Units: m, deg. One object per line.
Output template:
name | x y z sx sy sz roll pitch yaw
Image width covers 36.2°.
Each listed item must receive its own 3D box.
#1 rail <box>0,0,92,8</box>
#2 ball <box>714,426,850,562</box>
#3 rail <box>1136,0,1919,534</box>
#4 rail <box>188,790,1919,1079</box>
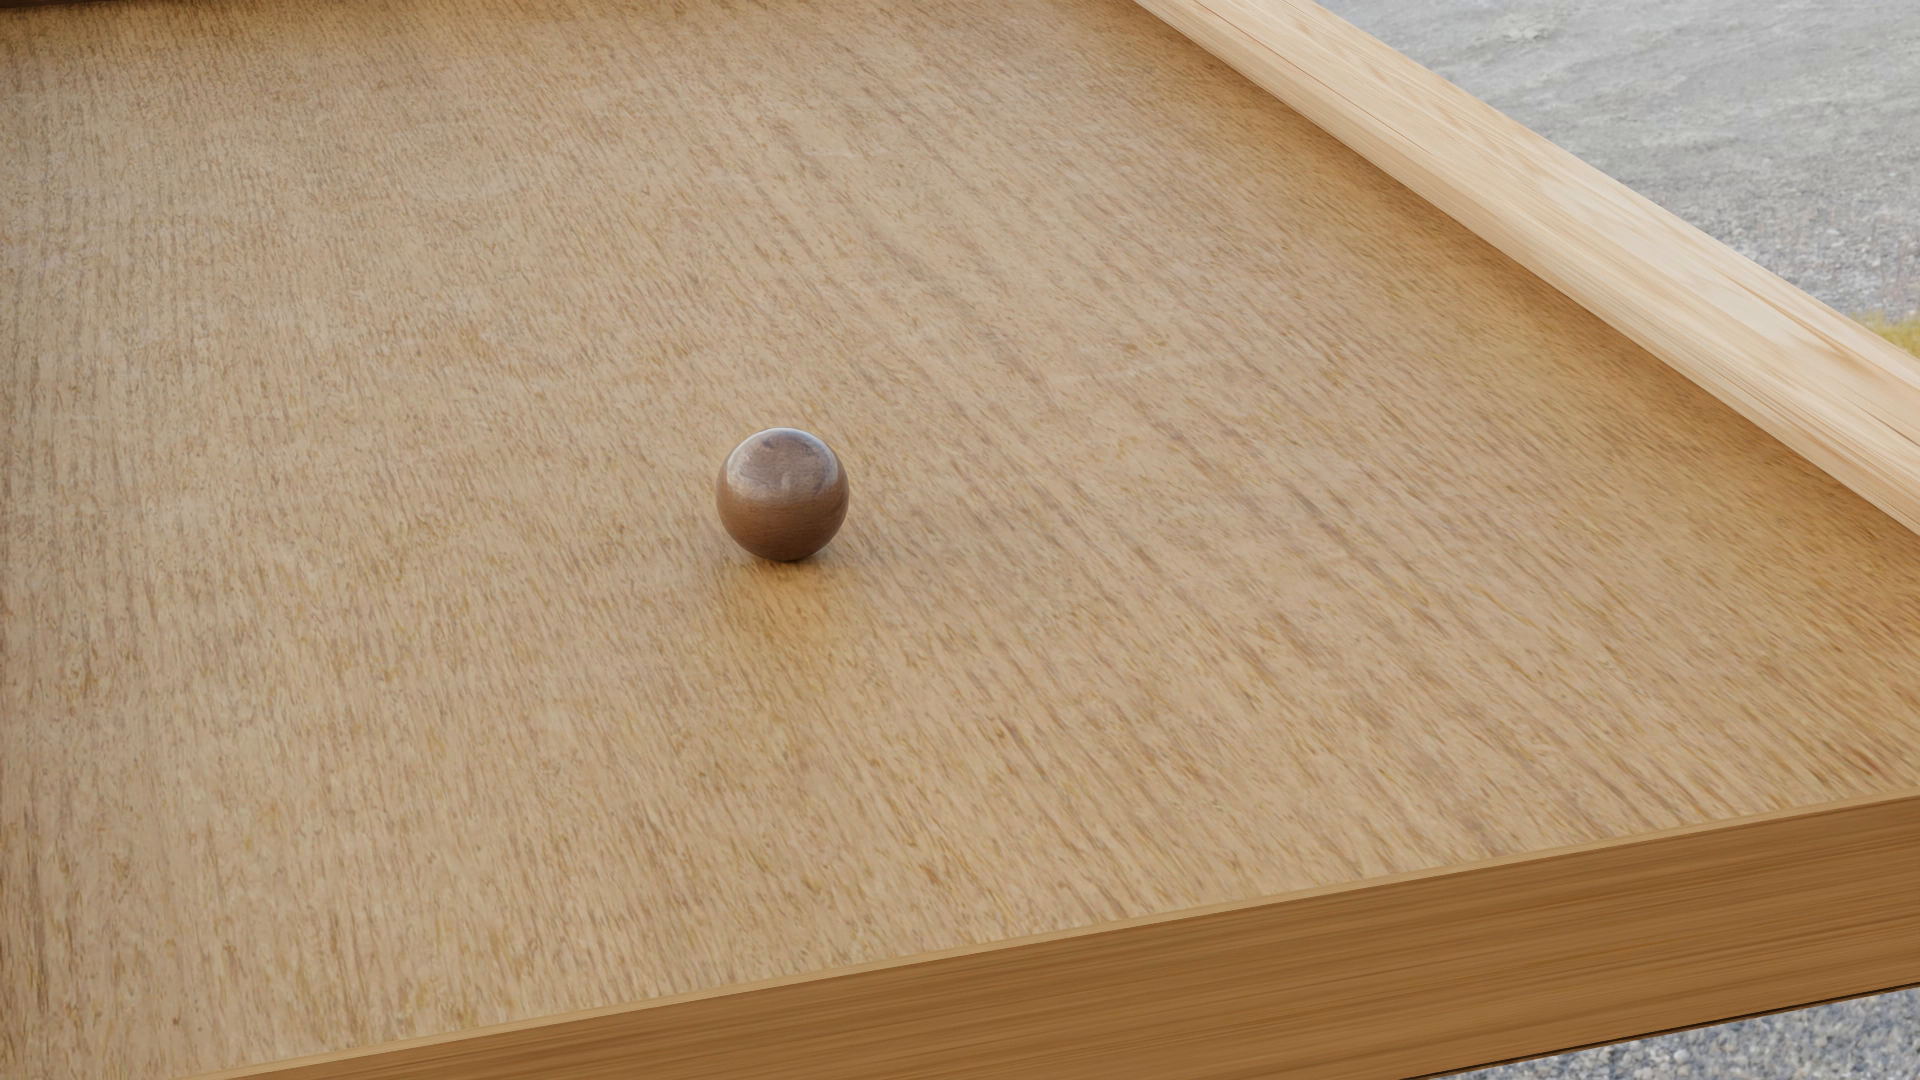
rail | -0.568 -0.783 3.750 1.427 0.127 0.045 -7 25 -16
ball | -0.129 -0.034 2.141 0.098 0.098 0.098 0 24 0
rail | 0.467 -0.364 2.828 0.045 0.127 2.594 -7 25 -16
rail | 0.185 0.225 1.535 1.427 0.127 0.045 -7 25 -16
